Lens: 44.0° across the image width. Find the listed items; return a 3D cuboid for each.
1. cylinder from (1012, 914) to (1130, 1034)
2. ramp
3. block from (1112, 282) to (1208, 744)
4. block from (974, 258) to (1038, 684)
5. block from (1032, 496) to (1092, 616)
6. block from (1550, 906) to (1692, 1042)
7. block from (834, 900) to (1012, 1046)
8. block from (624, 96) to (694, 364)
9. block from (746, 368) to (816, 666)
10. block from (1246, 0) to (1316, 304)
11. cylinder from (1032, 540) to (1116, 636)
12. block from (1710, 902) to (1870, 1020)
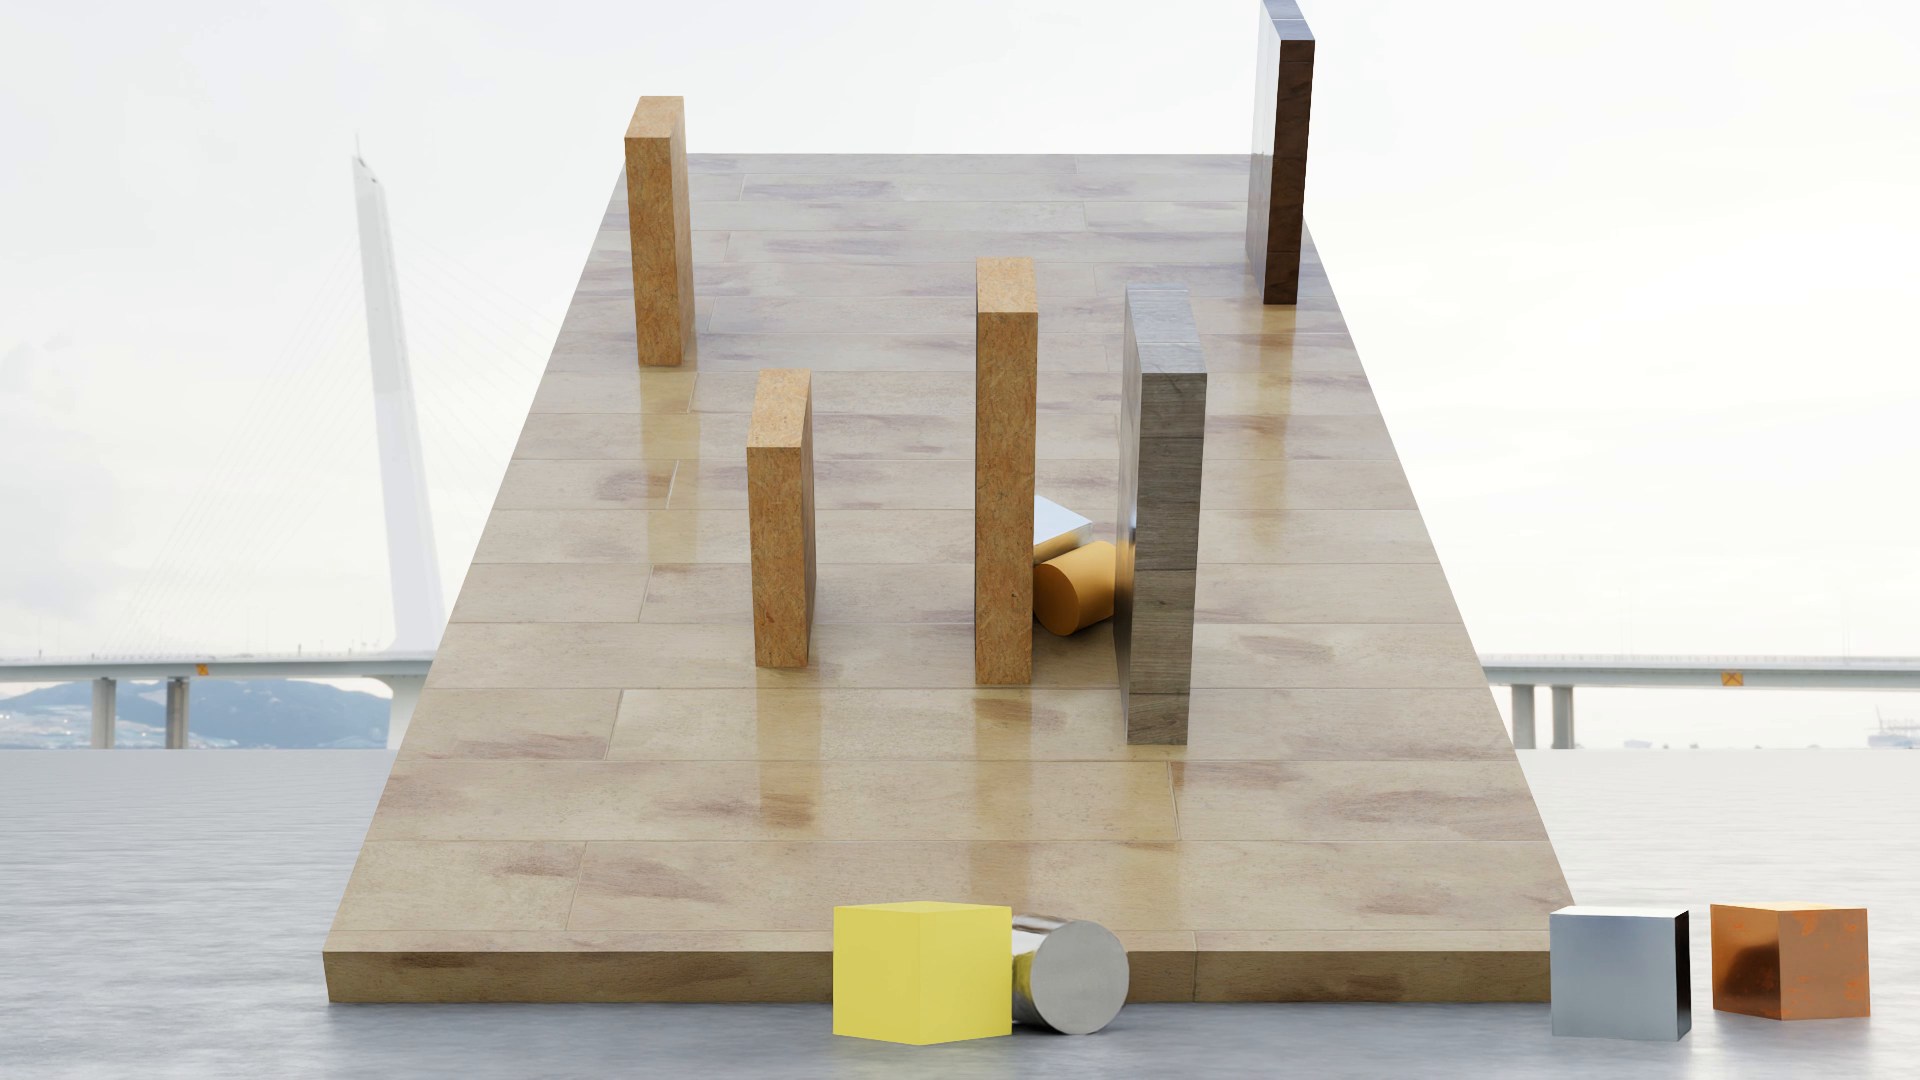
[{"bbox_3d":[0.136,0.626,3.436,0.160,0.160,0.160,2,-5,-25],"label":"cylinder"},{"bbox_3d":[-0.011,-0.226,5.535,2.000,0.100,4.000,0,27,0],"label":"ramp"},{"bbox_3d":[0.355,-0.049,4.292,0.108,0.727,0.414,0,27,0],"label":"block"},{"bbox_3d":[0.082,-0.124,4.412,0.104,0.749,0.271,0,27,0],"label":"block"},{"bbox_3d":[0.151,0.030,4.758,0.158,0.158,0.158,-22,34,-36],"label":"block"},{"bbox_3d":[0.945,0.617,3.393,0.171,0.171,0.171,-2,-5,23],"label":"block"},{"bbox_3d":[-0.053,0.611,3.372,0.179,0.179,0.179,5,-7,-44],"label":"block"},{"bbox_3d":[-0.734,-0.762,5.834,0.106,0.576,0.336,0,27,0],"label":"block"},{"bbox_3d":[-0.340,-0.046,4.573,0.098,0.461,0.360,0,27,0],"label":"block"},{"bbox_3d":[0.833,-1.020,6.210,0.087,0.699,0.424,0,27,0],"label":"block"},{"bbox_3d":[0.237,0.094,4.648,0.148,0.148,0.148,-22,9,-36],"label":"cylinder"},{"bbox_3d":[1.269,0.642,3.634,0.162,0.162,0.162,2,-5,-19],"label":"block"}]
